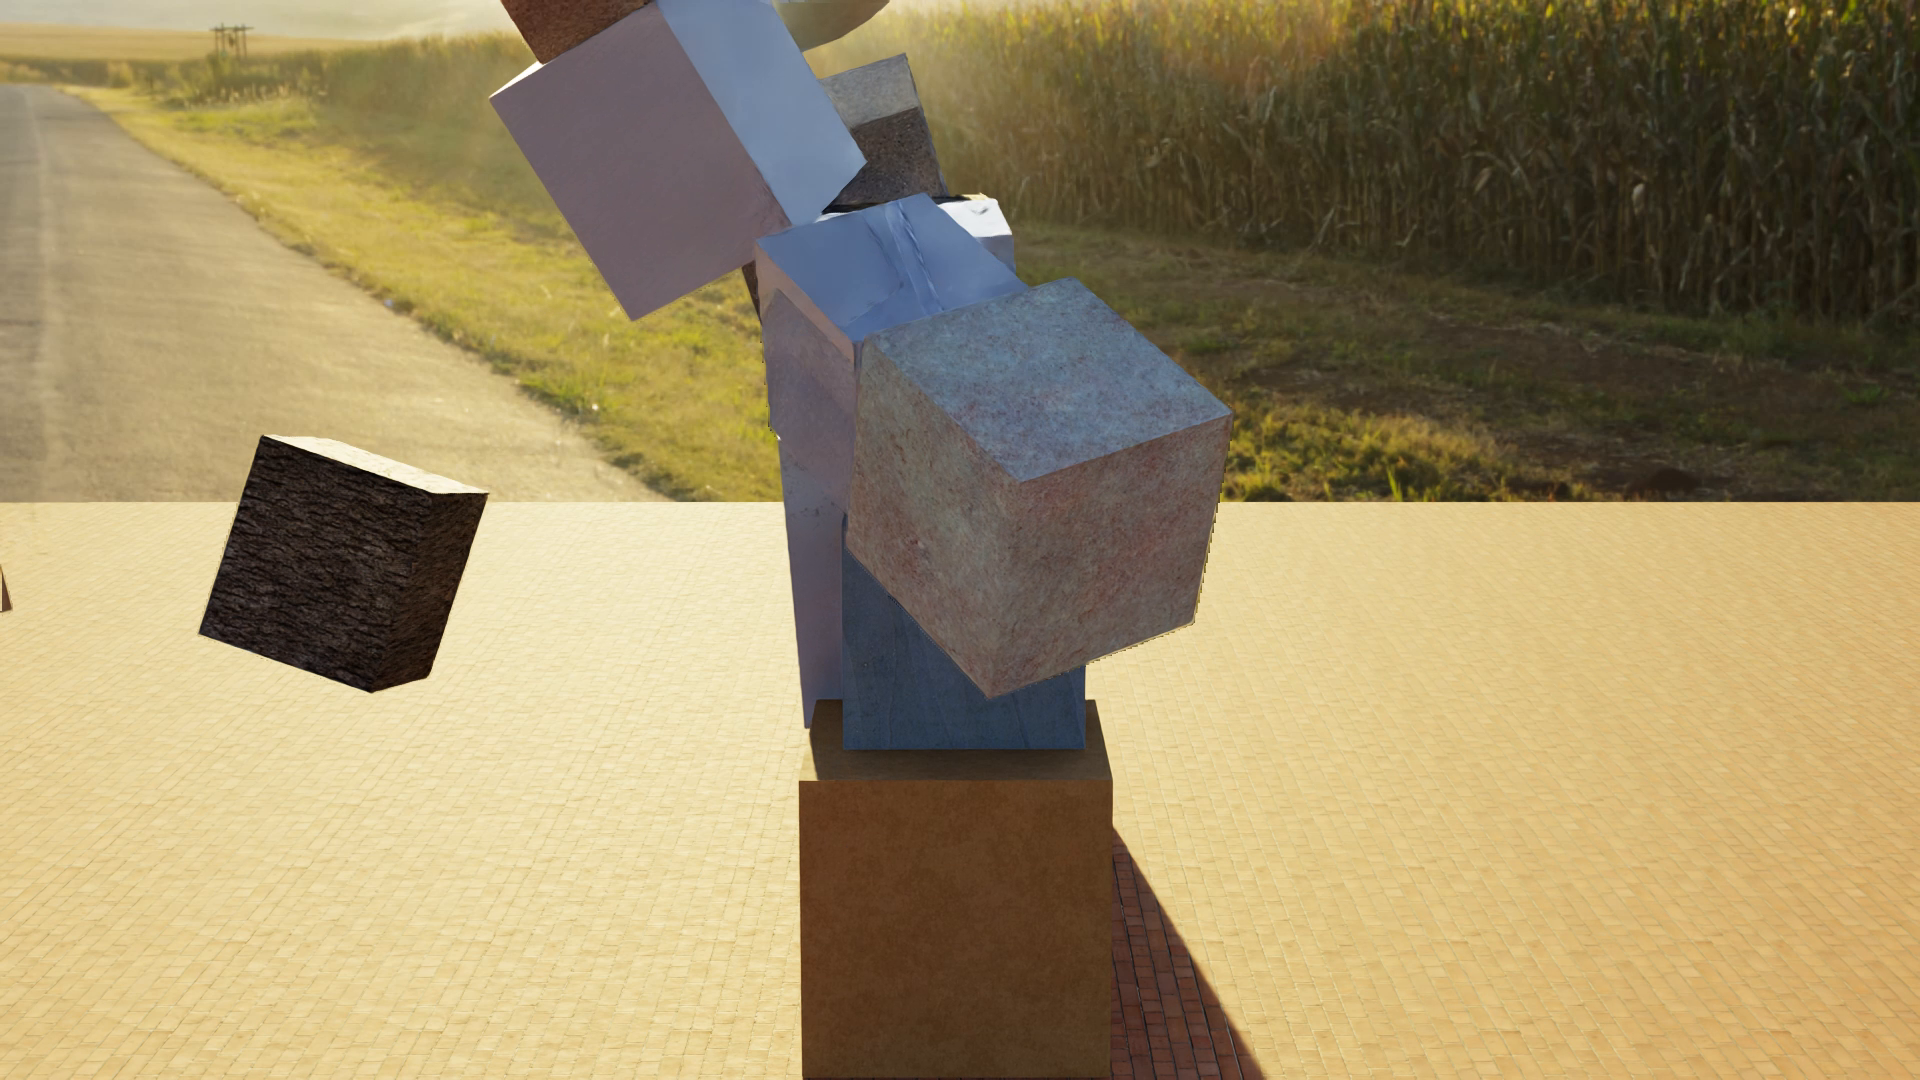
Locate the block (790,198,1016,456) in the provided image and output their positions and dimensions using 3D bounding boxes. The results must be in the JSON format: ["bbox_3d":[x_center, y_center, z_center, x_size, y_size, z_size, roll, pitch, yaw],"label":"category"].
[{"bbox_3d":[-0.245,-0.838,9.924,0.890,0.761,0.830,-5,17,-2],"label":"block"}]

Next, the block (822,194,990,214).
[{"bbox_3d":[-0.271,-1.003,10.819,0.848,0.806,0.884,-5,10,-2],"label":"block"}]

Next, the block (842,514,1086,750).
[{"bbox_3d":[0.013,0.285,9.607,0.877,0.822,0.773,0,10,0],"label":"block"}]

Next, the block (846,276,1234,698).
[{"bbox_3d":[0.197,-0.159,7.003,0.689,0.720,0.731,-19,45,-29],"label":"block"}]

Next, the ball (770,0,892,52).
[{"bbox_3d":[-0.854,-2.820,10.668,1.600,1.600,1.600,0,10,0],"label":"ball"}]

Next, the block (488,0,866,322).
[{"bbox_3d":[-1.059,-1.562,9.808,0.812,0.989,0.805,-23,19,27],"label":"block"}]

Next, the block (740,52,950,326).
[{"bbox_3d":[-0.505,-1.418,11.751,0.950,1.177,1.016,-17,24,3],"label":"block"}]

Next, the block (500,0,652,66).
[{"bbox_3d":[-1.363,-2.293,9.523,0.665,0.669,0.677,-25,18,22],"label":"block"}]

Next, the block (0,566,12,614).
[{"bbox_3d":[-4.686,0.050,10.807,0.815,0.802,0.809,-15,0,26],"label":"block"}]

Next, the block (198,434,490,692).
[{"bbox_3d":[-2.681,0.091,11.255,0.781,0.887,0.903,19,3,3],"label":"block"}]

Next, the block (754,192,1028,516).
[{"bbox_3d":[-0.202,-0.561,8.063,0.597,0.700,0.722,-18,39,-21],"label":"block"}]

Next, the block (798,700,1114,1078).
[{"bbox_3d":[-0.015,1.264,9.565,1.091,1.090,1.174,0,10,0],"label":"block"}]

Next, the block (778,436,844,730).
[{"bbox_3d":[-0.172,0.045,10.502,0.972,1.154,1.065,-4,10,1],"label":"block"}]
